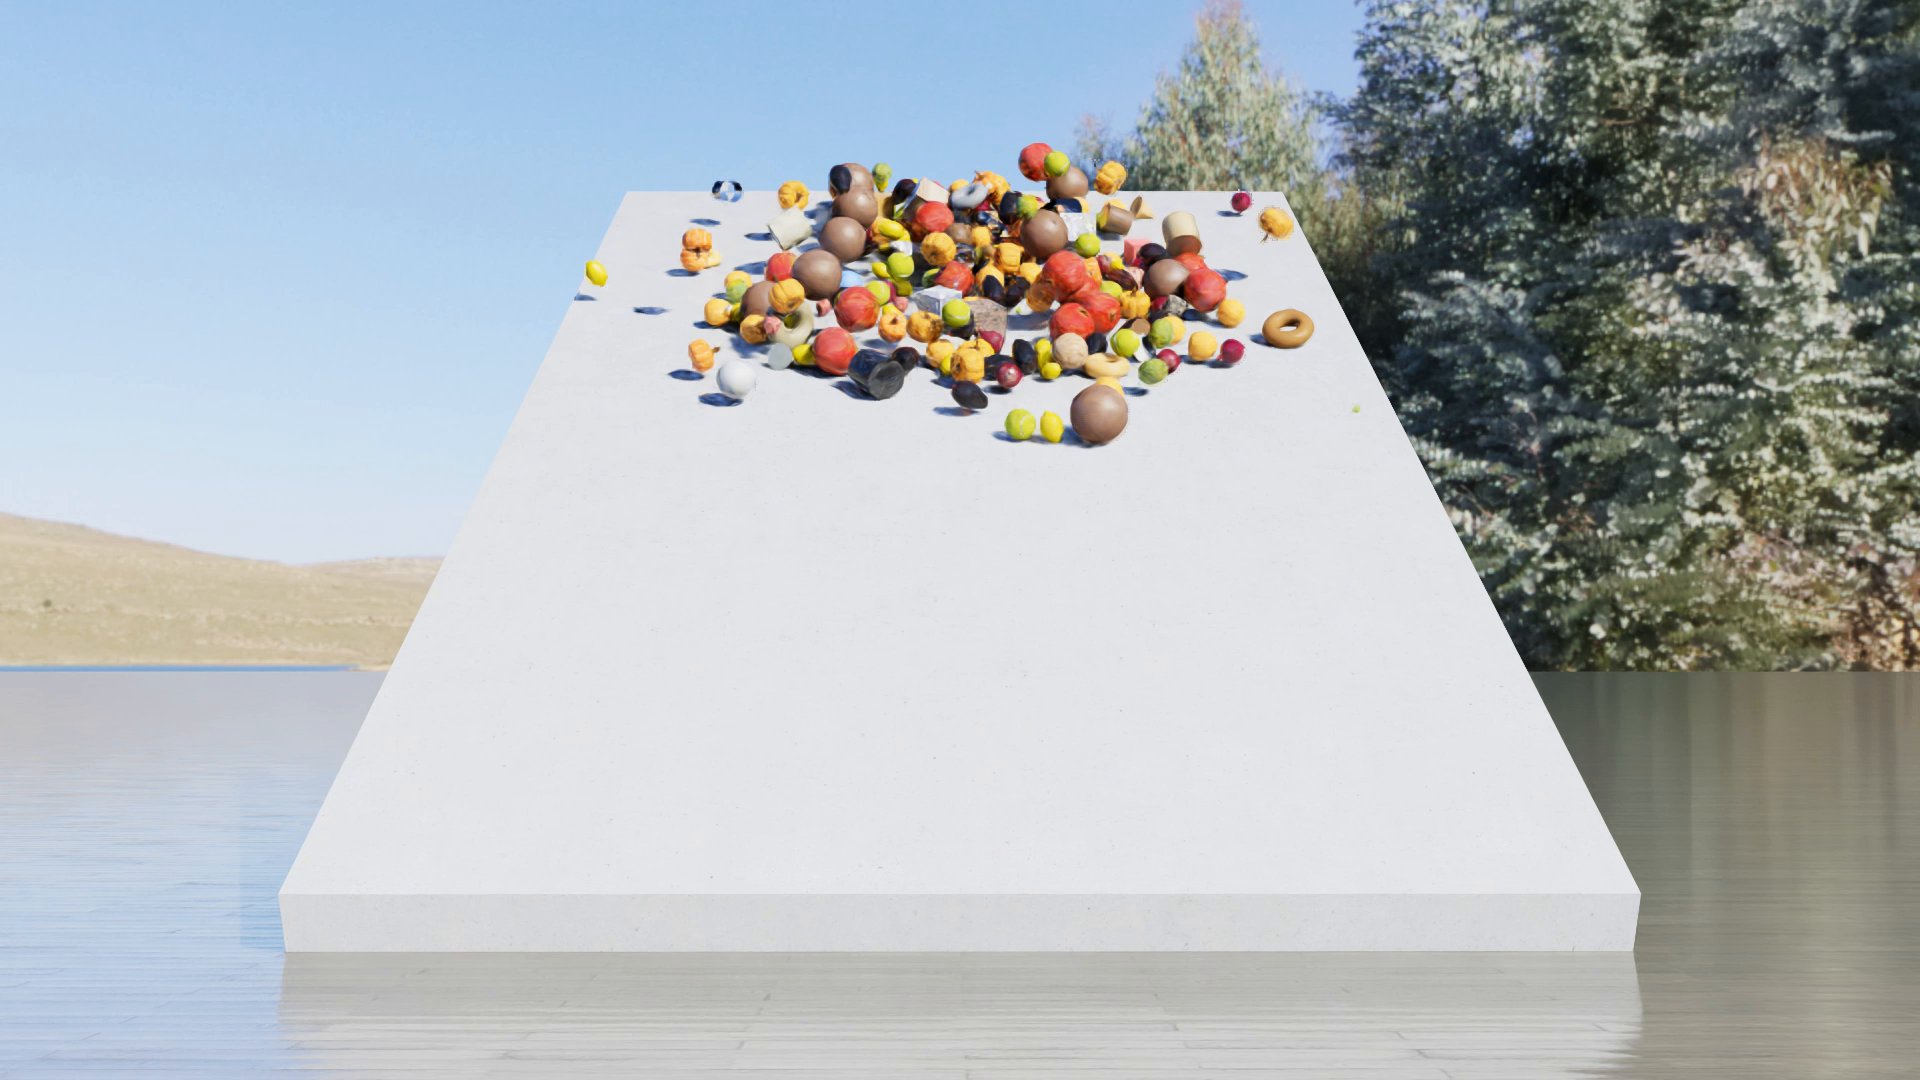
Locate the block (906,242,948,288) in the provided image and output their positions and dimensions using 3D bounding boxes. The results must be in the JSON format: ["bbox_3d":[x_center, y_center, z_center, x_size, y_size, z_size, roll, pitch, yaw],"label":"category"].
[{"bbox_3d":[-0.086,-0.734,6.186,0.093,0.093,0.093,5,25,10],"label":"block"}]

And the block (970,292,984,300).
[{"bbox_3d":[0.048,-0.591,5.872,0.052,0.052,0.052,29,10,-8],"label":"block"}]

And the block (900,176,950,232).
[{"bbox_3d":[-0.097,-0.935,6.453,0.090,0.090,0.090,29,-48,-13],"label":"block"}]

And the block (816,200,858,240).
[{"bbox_3d":[-0.351,-0.914,6.609,0.090,0.090,0.090,-11,26,-24],"label":"block"}]

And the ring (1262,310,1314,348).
[{"bbox_3d":[0.811,-0.522,5.724,0.128,0.128,0.043,-1,-45,13],"label":"ring"}]

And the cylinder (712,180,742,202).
[{"bbox_3d":[-0.670,-1.003,6.664,0.060,0.060,0.060,13,6,39],"label":"cylinder"}]

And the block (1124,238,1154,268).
[{"bbox_3d":[0.492,-0.789,6.357,0.062,0.062,0.062,-8,24,-17],"label":"block"}]

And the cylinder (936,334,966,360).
[{"bbox_3d":[-0.022,-0.468,5.622,0.053,0.053,0.053,24,7,22],"label":"cylinder"}]

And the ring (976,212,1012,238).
[{"bbox_3d":[0.094,-0.871,6.395,0.113,0.038,0.113,28,14,-8],"label":"ring"}]

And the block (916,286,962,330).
[{"bbox_3d":[-0.051,-0.588,5.865,0.082,0.082,0.082,21,31,40],"label":"block"}]

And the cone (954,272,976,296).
[{"bbox_3d":[0.012,-0.682,6.108,0.061,0.061,0.061,0,23,0],"label":"cone"}]

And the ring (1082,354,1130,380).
[{"bbox_3d":[0.347,-0.414,5.518,0.117,0.039,0.117,1,22,0],"label":"ring"}]

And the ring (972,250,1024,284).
[{"bbox_3d":[0.102,-0.732,6.211,0.139,0.046,0.139,-12,34,9],"label":"ring"}]

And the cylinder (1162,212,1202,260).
[{"bbox_3d":[0.586,-0.805,6.134,0.093,0.093,0.093,-4,-41,-4],"label":"cylinder"}]

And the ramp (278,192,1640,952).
[{"bbox_3d":[-0.008,-0.226,5.255,2.000,0.100,4.000,0,23,0],"label":"ramp"}]

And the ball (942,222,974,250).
[{"bbox_3d":[-0.006,-0.812,6.232,0.086,0.086,0.086,0,-3,0],"label":"ball"}]

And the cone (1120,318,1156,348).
[{"bbox_3d":[0.422,-0.493,5.699,0.086,0.086,0.086,2,-10,-37],"label":"cone"}]

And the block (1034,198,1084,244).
[{"bbox_3d":[0.282,-0.895,6.492,0.095,0.095,0.095,-11,-6,-42],"label":"block"}]

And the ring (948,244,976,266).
[{"bbox_3d":[0.005,-0.741,6.021,0.076,0.025,0.076,2,-39,2],"label":"ring"}]

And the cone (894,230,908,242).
[{"bbox_3d":[-0.169,-0.838,6.455,0.057,0.057,0.057,-15,25,7],"label":"cone"}]

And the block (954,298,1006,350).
[{"bbox_3d":[0.049,-0.533,5.722,0.094,0.094,0.094,-13,26,-27],"label":"block"}]

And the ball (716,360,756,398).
[{"bbox_3d":[-0.513,-0.369,5.304,0.090,0.090,0.090,0,-3,0],"label":"ball"}]

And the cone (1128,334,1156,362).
[{"bbox_3d":[0.427,-0.459,5.630,0.072,0.072,0.072,2,-8,-33],"label":"cone"}]

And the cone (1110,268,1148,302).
[{"bbox_3d":[0.458,-0.685,6.014,0.099,0.099,0.099,-38,19,-31],"label":"cone"}]

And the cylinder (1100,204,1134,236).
[{"bbox_3d":[0.445,-0.908,6.572,0.073,0.073,0.073,17,-7,-14],"label":"cylinder"}]

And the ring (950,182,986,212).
[{"bbox_3d":[0.023,-0.955,6.449,0.114,0.038,0.114,-20,31,13],"label":"ring"}]

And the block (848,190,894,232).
[{"bbox_3d":[-0.258,-0.950,6.689,0.092,0.092,0.092,21,31,40],"label":"block"}]

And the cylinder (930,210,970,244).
[{"bbox_3d":[-0.029,-0.865,6.453,0.092,0.092,0.092,1,-4,-18],"label":"cylinder"}]

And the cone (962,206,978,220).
[{"bbox_3d":[0.019,-0.928,6.634,0.077,0.077,0.077,-2,21,1],"label":"cone"}]

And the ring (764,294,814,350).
[{"bbox_3d":[-0.416,-0.530,5.656,0.140,0.140,0.047,3,6,-43],"label":"ring"}]

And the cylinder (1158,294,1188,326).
[{"bbox_3d":[0.535,-0.579,5.830,0.054,0.054,0.054,27,-17,9],"label":"cylinder"}]

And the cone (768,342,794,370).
[{"bbox_3d":[-0.417,-0.435,5.572,0.067,0.067,0.067,-1,-6,25],"label":"cone"}]

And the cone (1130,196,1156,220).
[{"bbox_3d":[0.546,-0.960,6.792,0.075,0.075,0.075,21,-11,-21],"label":"cone"}]

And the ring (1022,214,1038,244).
[{"bbox_3d":[0.198,-0.880,6.546,0.029,0.087,0.087,-17,-7,12],"label":"ring"}]

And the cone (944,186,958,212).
[{"bbox_3d":[-0.033,-0.987,6.831,0.080,0.080,0.080,-3,36,44],"label":"cone"}]

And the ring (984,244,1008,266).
[{"bbox_3d":[0.096,-0.756,6.146,0.080,0.027,0.080,34,14,-10],"label":"ring"}]

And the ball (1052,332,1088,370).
[{"bbox_3d":[0.261,-0.447,5.493,0.088,0.088,0.088,0,-3,0],"label":"ball"}]

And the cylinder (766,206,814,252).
[{"bbox_3d":[-0.456,-0.835,6.215,0.093,0.093,0.093,-32,0,-5],"label":"cylinder"}]

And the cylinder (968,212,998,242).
[{"bbox_3d":[0.067,-0.879,6.510,0.083,0.083,0.083,0,6,0],"label":"cylinder"}]

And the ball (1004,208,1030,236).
[{"bbox_3d":[0.166,-0.908,6.609,0.081,0.081,0.081,0,-3,0],"label":"ball"}]

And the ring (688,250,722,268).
[{"bbox_3d":[-0.698,-0.772,6.352,0.092,0.031,0.092,0,28,0],"label":"ring"}]

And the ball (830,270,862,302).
[{"bbox_3d":[-0.295,-0.662,6.033,0.083,0.083,0.083,0,-3,0],"label":"ball"}]

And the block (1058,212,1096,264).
[{"bbox_3d":[0.322,-0.827,6.349,0.098,0.098,0.098,3,-31,3],"label":"block"}]

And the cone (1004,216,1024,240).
[{"bbox_3d":[0.150,-0.889,6.479,0.072,0.072,0.072,1,-24,-10],"label":"cone"}]
